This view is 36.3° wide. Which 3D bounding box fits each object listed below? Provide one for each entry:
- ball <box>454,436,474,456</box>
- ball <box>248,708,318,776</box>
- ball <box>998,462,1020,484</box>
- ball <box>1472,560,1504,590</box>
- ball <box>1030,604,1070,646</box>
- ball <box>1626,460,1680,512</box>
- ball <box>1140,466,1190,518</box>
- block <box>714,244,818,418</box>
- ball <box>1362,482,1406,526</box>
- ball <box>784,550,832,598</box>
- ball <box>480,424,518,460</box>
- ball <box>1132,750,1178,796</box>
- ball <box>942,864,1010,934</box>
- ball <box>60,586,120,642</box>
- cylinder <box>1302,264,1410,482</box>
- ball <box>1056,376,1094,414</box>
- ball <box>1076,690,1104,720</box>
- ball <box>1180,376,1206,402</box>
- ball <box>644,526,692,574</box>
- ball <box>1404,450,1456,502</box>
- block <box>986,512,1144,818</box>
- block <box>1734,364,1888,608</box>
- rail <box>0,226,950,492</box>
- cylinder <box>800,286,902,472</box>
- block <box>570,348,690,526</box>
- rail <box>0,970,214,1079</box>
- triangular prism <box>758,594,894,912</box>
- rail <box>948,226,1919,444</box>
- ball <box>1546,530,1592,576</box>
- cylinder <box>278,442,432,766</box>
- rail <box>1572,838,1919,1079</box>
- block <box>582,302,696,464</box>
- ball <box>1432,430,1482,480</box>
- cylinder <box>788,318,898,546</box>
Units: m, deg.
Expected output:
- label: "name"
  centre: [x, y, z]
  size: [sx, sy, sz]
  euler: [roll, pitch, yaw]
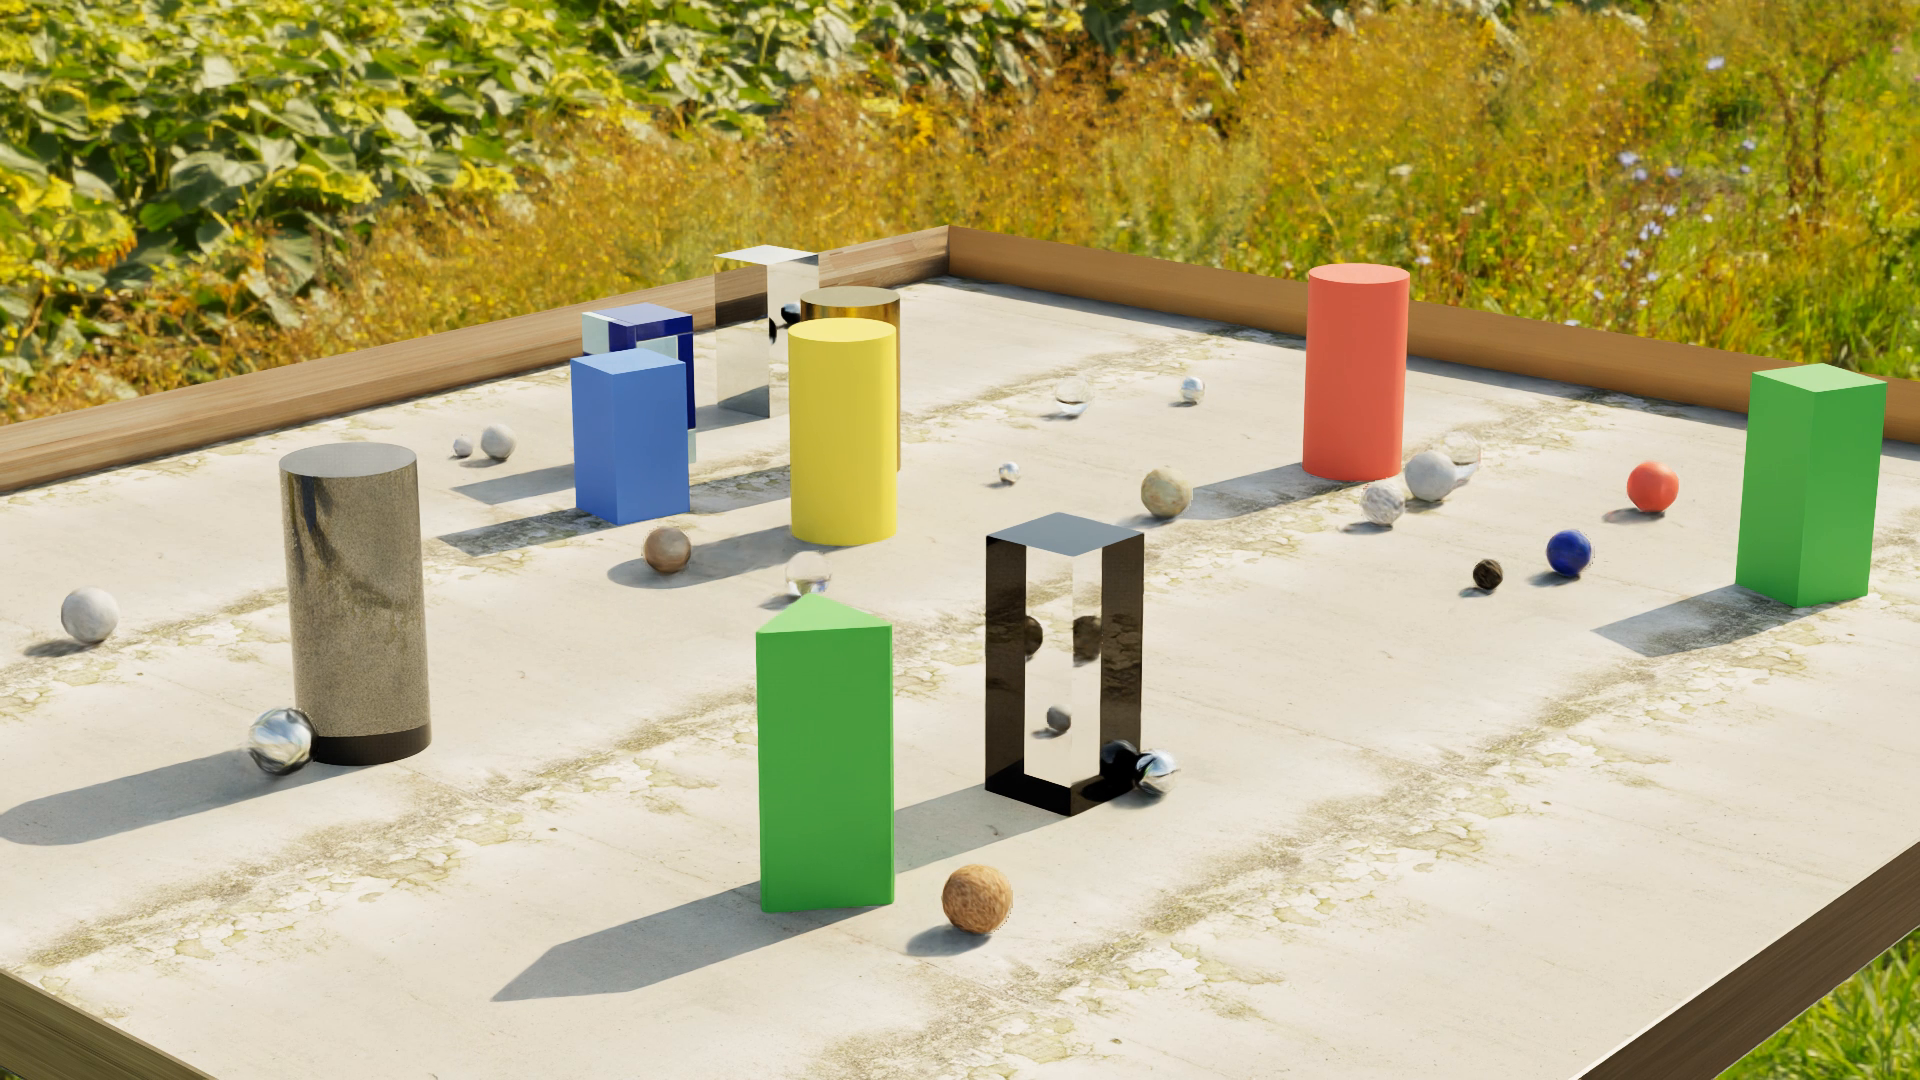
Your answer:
- label: "ball"
  centre: [-1.019, -0.192, 6.022]
  size: [0.041, 0.041, 0.041]
  euler: [0, 17, 0]
- label: "ball"
  centre: [-0.994, 0.295, 4.302]
  size: [0.100, 0.100, 0.100]
  euler: [0, 17, 0]
- label: "ball"
  centre: [0.098, -0.134, 5.824]
  size: [0.045, 0.045, 0.045]
  euler: [0, 17, 0]
- label: "ball"
  centre: [0.930, 0.061, 5.163]
  size: [0.053, 0.053, 0.053]
  euler: [0, 17, 0]
- label: "ball"
  centre: [0.149, 0.142, 4.864]
  size: [0.070, 0.070, 0.070]
  euler: [0, 17, 0]
- label: "ball"
  centre: [1.329, -0.103, 5.626]
  size: [0.099, 0.099, 0.099]
  euler: [0, 17, 0]
- label: "ball"
  centre: [0.392, -0.091, 5.593]
  size: [0.096, 0.096, 0.096]
  euler: [0, 17, 0]
- label: "block"
  centre: [-0.419, -0.455, 6.385]
  size: [0.160, 0.337, 0.160]
  euler: [14, 22, 38]
- label: "ball"
  centre: [0.800, -0.070, 5.544]
  size: [0.083, 0.083, 0.083]
  euler: [0, 17, 0]
- label: "ball"
  centre: [-0.264, 0.060, 5.113]
  size: [0.083, 0.083, 0.083]
  euler: [0, 17, 0]
- label: "ball"
  centre: [-0.943, -0.201, 5.996]
  size: [0.074, 0.074, 0.074]
  euler: [0, 17, 0]
- label: "ball"
  centre: [0.282, 0.335, 4.229]
  size: [0.066, 0.066, 0.066]
  euler: [0, 17, 0]
- label: "ball"
  centre: [0.021, 0.461, 3.770]
  size: [0.089, 0.089, 0.089]
  euler: [0, 17, 0]
- label: "ball"
  centre: [-1.449, 0.124, 4.882]
  size: [0.094, 0.094, 0.094]
  euler: [0, 17, 0]
- label: "cylinder"
  centre: [0.793, -0.338, 5.882]
  size: [0.200, 0.401, 0.200]
  euler: [0, 17, 0]
- label: "ball"
  centre: [0.247, -0.313, 6.352]
  size: [0.082, 0.082, 0.082]
  euler: [0, 17, 0]
- label: "ball"
  centre: [0.200, 0.255, 4.533]
  size: [0.044, 0.044, 0.044]
  euler: [0, 17, 0]
- label: "ball"
  centre: [0.512, -0.332, 6.456]
  size: [0.058, 0.058, 0.058]
  euler: [0, 17, 0]
- label: "ball"
  centre: [-0.524, 0.018, 5.247]
  size: [0.085, 0.085, 0.085]
  euler: [0, 17, 0]
- label: "ball"
  centre: [0.915, -0.125, 5.700]
  size: [0.099, 0.099, 0.099]
  euler: [0, 17, 0]
- label: "block"
  centre: [0.149, 0.176, 4.202]
  size: [0.160, 0.386, 0.160]
  euler: [14, 22, 39]
- label: "block"
  centre: [1.482, -0.097, 5.111]
  size: [0.160, 0.384, 0.160]
  euler: [-8, 19, -25]
- label: "rail"
  centre: [-1.384, -0.314, 6.271]
  size: [0.045, 0.130, 4.184]
  euler: [14, 22, 39]
- label: "cylinder"
  centre: [-0.219, -0.317, 5.896]
  size: [0.200, 0.353, 0.200]
  euler: [0, 17, 0]
- label: "block"
  centre: [-0.631, -0.200, 5.609]
  size: [0.160, 0.294, 0.160]
  euler: [-12, 21, -35]
- label: "rail"
  centre: [-1.356, 0.483, 3.624]
  size: [3.714, 0.130, 0.045]
  euler: [14, 22, 39]
- label: "triangular prism"
  centre: [-0.185, 0.277, 3.868]
  size: [0.173, 0.386, 0.150]
  euler: [-3, 17, -10]
- label: "rail"
  centre: [1.356, -0.418, 6.615]
  size: [3.714, 0.130, 0.045]
  euler: [14, 22, 39]
- label: "ball"
  centre: [1.088, 0.022, 5.241]
  size: [0.082, 0.082, 0.082]
  euler: [0, 17, 0]
- label: "cylinder"
  centre: [-0.900, 0.094, 4.375]
  size: [0.200, 0.444, 0.200]
  euler: [0, 17, 0]
- label: "rail"
  centre: [1.384, 0.379, 3.969]
  size: [0.045, 0.130, 4.184]
  euler: [14, 22, 39]
- label: "block"
  centre: [-0.650, -0.307, 5.944]
  size: [0.160, 0.307, 0.160]
  euler: [-14, 22, -39]
- label: "ball"
  centre: [0.990, -0.169, 5.845]
  size: [0.099, 0.099, 0.099]
  euler: [0, 17, 0]
- label: "cylinder"
  centre: [-0.218, -0.203, 5.461]
  size: [0.200, 0.386, 0.200]
  euler: [0, 17, 0]
